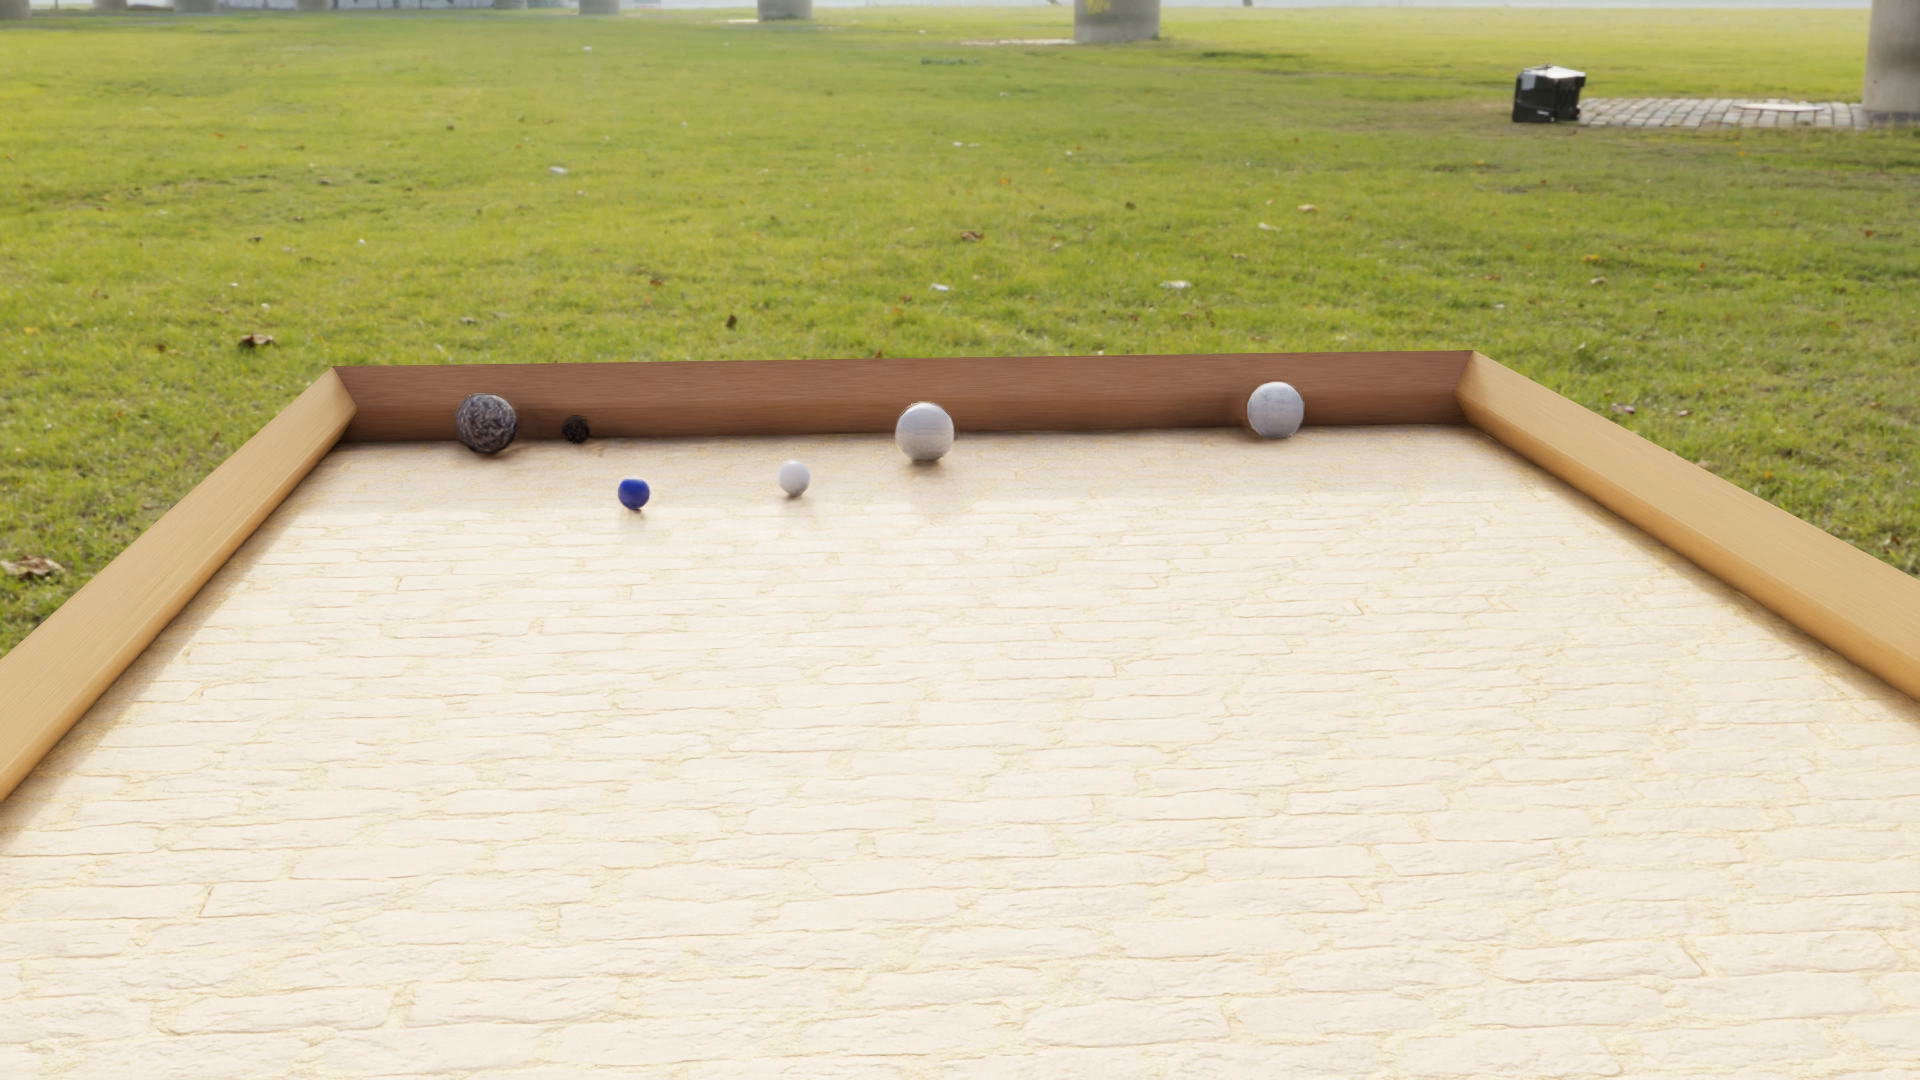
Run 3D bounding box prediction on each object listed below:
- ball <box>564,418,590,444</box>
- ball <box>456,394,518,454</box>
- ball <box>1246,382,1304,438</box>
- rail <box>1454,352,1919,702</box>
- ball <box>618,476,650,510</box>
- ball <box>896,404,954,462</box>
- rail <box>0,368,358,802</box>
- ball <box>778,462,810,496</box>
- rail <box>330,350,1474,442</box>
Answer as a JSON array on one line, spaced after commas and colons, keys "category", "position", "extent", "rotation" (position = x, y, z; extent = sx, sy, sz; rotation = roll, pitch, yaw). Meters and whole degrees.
[{"category": "ball", "position": [-0.635, -0.181, 3.642], "extent": [0.043, 0.043, 0.043], "rotation": [0, 14, 0]}, {"category": "ball", "position": [-0.765, -0.187, 3.557], "extent": [0.097, 0.097, 0.097], "rotation": [0, 14, 0]}, {"category": "ball", "position": [0.527, -0.217, 3.678], "extent": [0.095, 0.095, 0.095], "rotation": [0, 14, 0]}, {"category": "rail", "position": [1.013, 0.165, 2.099], "extent": [0.045, 0.126, 3.521], "rotation": [-1, 14, -5]}, {"category": "ball", "position": [-0.472, -0.068, 3.184], "extent": [0.048, 0.048, 0.048], "rotation": [0, 14, 0]}, {"category": "ball", "position": [-0.055, -0.170, 3.496], "extent": [0.093, 0.093, 0.093], "rotation": [0, 14, 0]}, {"category": "rail", "position": [-0.862, 0.205, 1.943], "extent": [0.045, 0.126, 3.521], "rotation": [-1, 14, -5]}, {"category": "ball", "position": [-0.247, -0.092, 3.274], "extent": [0.050, 0.050, 0.050], "rotation": [0, 14, 0]}, {"category": "rail", "position": [-0.074, -0.239, 3.699], "extent": [1.930, 0.126, 0.045], "rotation": [-1, 14, -5]}]
